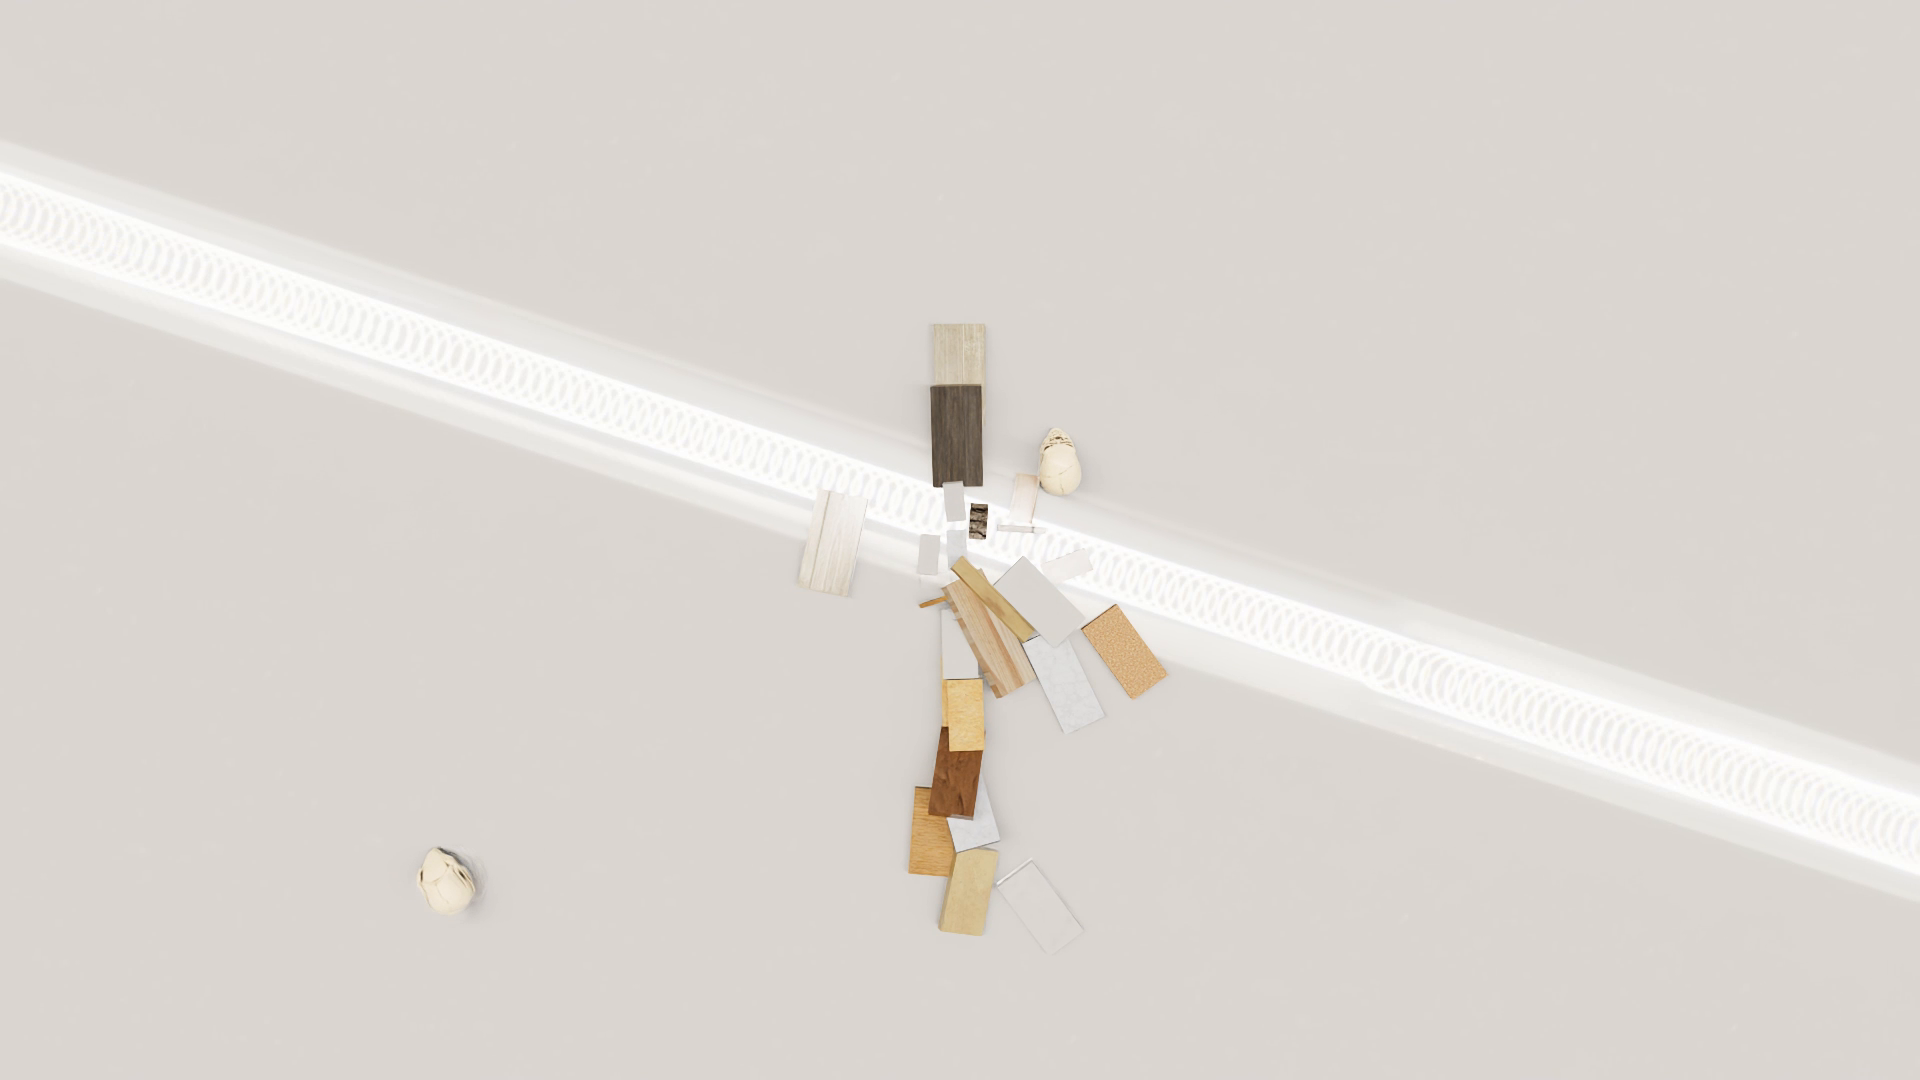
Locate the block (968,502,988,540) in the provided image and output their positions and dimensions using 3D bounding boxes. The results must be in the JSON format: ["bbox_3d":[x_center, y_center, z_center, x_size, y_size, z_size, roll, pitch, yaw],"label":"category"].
[{"bbox_3d":[0.061,-0.062,5.491,0.060,0.017,0.121,4,90,0],"label":"block"}]

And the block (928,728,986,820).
[{"bbox_3d":[-0.009,0.763,5.408,0.148,0.042,0.296,7,63,5],"label":"block"}]

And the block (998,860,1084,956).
[{"bbox_3d":[0.267,1.223,5.480,0.143,0.040,0.285,-37,90,0],"label":"block"}]

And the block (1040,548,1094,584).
[{"bbox_3d":[0.356,0.091,5.489,0.159,0.023,0.080,-21,90,0],"label":"block"}]

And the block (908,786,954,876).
[{"bbox_3d":[-0.089,0.969,5.480,0.143,0.040,0.285,5,90,0],"label":"block"}]

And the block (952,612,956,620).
[{"bbox_3d":[-0.004,0.213,5.464,0.050,0.014,0.100,-6,78,-1],"label":"block"}]

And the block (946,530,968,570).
[{"bbox_3d":[-0.010,0.033,5.491,0.067,0.019,0.134,-3,90,0],"label":"block"}]

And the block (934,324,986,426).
[{"bbox_3d":[0.000,-0.548,5.476,0.167,0.047,0.335,-1,90,0],"label":"block"}]

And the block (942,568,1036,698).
[{"bbox_3d":[0.096,0.307,5.445,0.148,0.042,0.407,-27,90,-28],"label":"block"}]

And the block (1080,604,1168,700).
[{"bbox_3d":[0.546,0.372,5.480,0.144,0.041,0.289,-36,90,0],"label":"block"}]

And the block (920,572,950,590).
[{"bbox_3d":[-0.081,0.138,5.493,0.100,0.014,0.050,-5,90,0],"label":"block"}]

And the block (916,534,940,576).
[{"bbox_3d":[-0.103,0.048,5.483,0.067,0.019,0.134,5,84,1],"label":"block"}]

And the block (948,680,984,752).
[{"bbox_3d":[0.020,0.576,5.417,0.116,0.033,0.231,-2,80,0],"label":"block"}]

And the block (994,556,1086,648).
[{"bbox_3d":[0.263,0.206,5.450,0.144,0.041,0.289,-44,84,-2],"label":"block"}]

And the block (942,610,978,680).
[{"bbox_3d":[-0.001,0.346,5.459,0.116,0.033,0.231,-1,78,0],"label":"block"}]

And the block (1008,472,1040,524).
[{"bbox_3d":[0.215,-0.139,5.489,0.080,0.023,0.159,11,90,0],"label":"block"}]

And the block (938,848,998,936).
[{"bbox_3d":[0.028,1.159,5.459,0.143,0.040,0.285,12,90,-18],"label":"block"}]

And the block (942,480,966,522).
[{"bbox_3d":[-0.018,-0.127,5.464,0.067,0.019,0.134,-5,113,2],"label":"block"}]

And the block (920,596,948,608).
[{"bbox_3d":[-0.088,0.205,5.445,0.050,0.100,0.014,-19,90,-34],"label":"block"}]

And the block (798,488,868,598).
[{"bbox_3d":[-0.422,0.009,5.476,0.167,0.047,0.335,12,90,0],"label":"block"}]

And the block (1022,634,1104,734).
[{"bbox_3d":[0.343,0.463,5.480,0.144,0.041,0.333,-25,90,0],"label":"block"}]

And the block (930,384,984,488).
[{"bbox_3d":[-0.010,-0.344,5.437,0.167,0.047,0.335,-1,104,0],"label":"block"}]

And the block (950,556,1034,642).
[{"bbox_3d":[0.108,0.196,5.445,0.350,0.017,0.060,46,63,-9],"label":"block"}]

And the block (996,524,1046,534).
[{"bbox_3d":[0.203,-0.036,5.460,0.159,0.080,0.023,3,90,0],"label":"block"}]

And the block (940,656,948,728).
[{"bbox_3d":[-0.002,0.502,5.464,0.116,0.033,0.231,-1,80,0],"label":"block"}]

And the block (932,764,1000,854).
[{"bbox_3d":[0.020,0.866,5.426,0.148,0.042,0.296,-14,72,-6],"label":"block"}]
